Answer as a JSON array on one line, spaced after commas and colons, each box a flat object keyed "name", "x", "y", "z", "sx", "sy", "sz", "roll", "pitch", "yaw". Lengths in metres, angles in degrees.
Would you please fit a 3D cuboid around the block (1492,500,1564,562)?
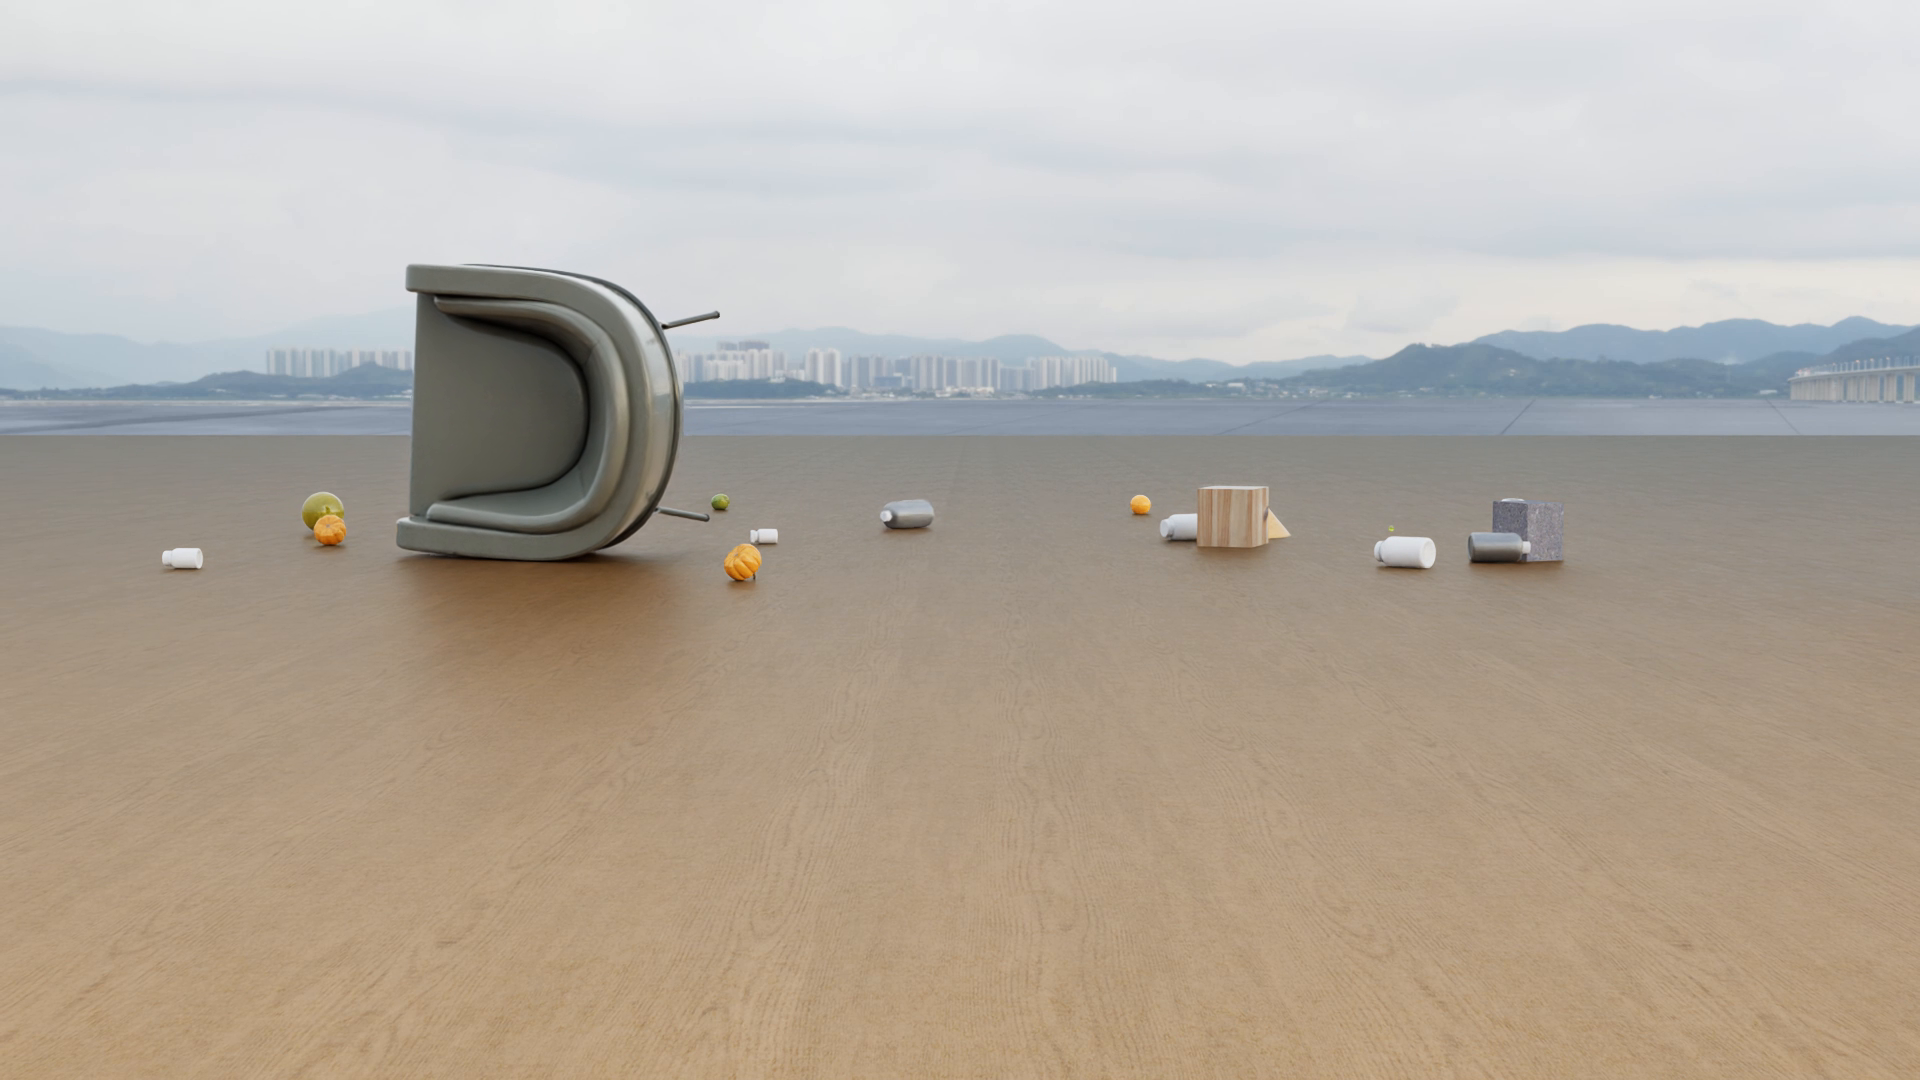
[{"name": "block", "x": 1.501, "y": -0.025, "z": 5.816, "sx": 0.112, "sy": 0.150, "sz": 0.153, "roll": -2, "pitch": 4, "yaw": -22}]

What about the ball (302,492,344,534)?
[{"name": "ball", "x": -1.983, "y": -0.085, "z": 6.847, "sx": 0.129, "sy": 0.129, "sz": 0.129, "roll": 0, "pitch": 4, "yaw": 0}]

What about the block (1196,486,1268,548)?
[{"name": "block", "x": 0.788, "y": -0.069, "z": 6.346, "sx": 0.161, "sy": 0.165, "sz": 0.190, "roll": 2, "pitch": 4, "yaw": 22}]

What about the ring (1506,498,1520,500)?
[{"name": "ring", "x": 1.969, "y": -0.116, "z": 7.826, "sx": 0.090, "sy": 0.057, "sz": 0.138, "roll": -1, "pitch": 5, "yaw": 0}]

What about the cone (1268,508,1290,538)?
[{"name": "cone", "x": 0.906, "y": -0.073, "z": 6.692, "sx": 0.273, "sy": 0.126, "sz": 0.151, "roll": -4, "pitch": 6, "yaw": -45}]
